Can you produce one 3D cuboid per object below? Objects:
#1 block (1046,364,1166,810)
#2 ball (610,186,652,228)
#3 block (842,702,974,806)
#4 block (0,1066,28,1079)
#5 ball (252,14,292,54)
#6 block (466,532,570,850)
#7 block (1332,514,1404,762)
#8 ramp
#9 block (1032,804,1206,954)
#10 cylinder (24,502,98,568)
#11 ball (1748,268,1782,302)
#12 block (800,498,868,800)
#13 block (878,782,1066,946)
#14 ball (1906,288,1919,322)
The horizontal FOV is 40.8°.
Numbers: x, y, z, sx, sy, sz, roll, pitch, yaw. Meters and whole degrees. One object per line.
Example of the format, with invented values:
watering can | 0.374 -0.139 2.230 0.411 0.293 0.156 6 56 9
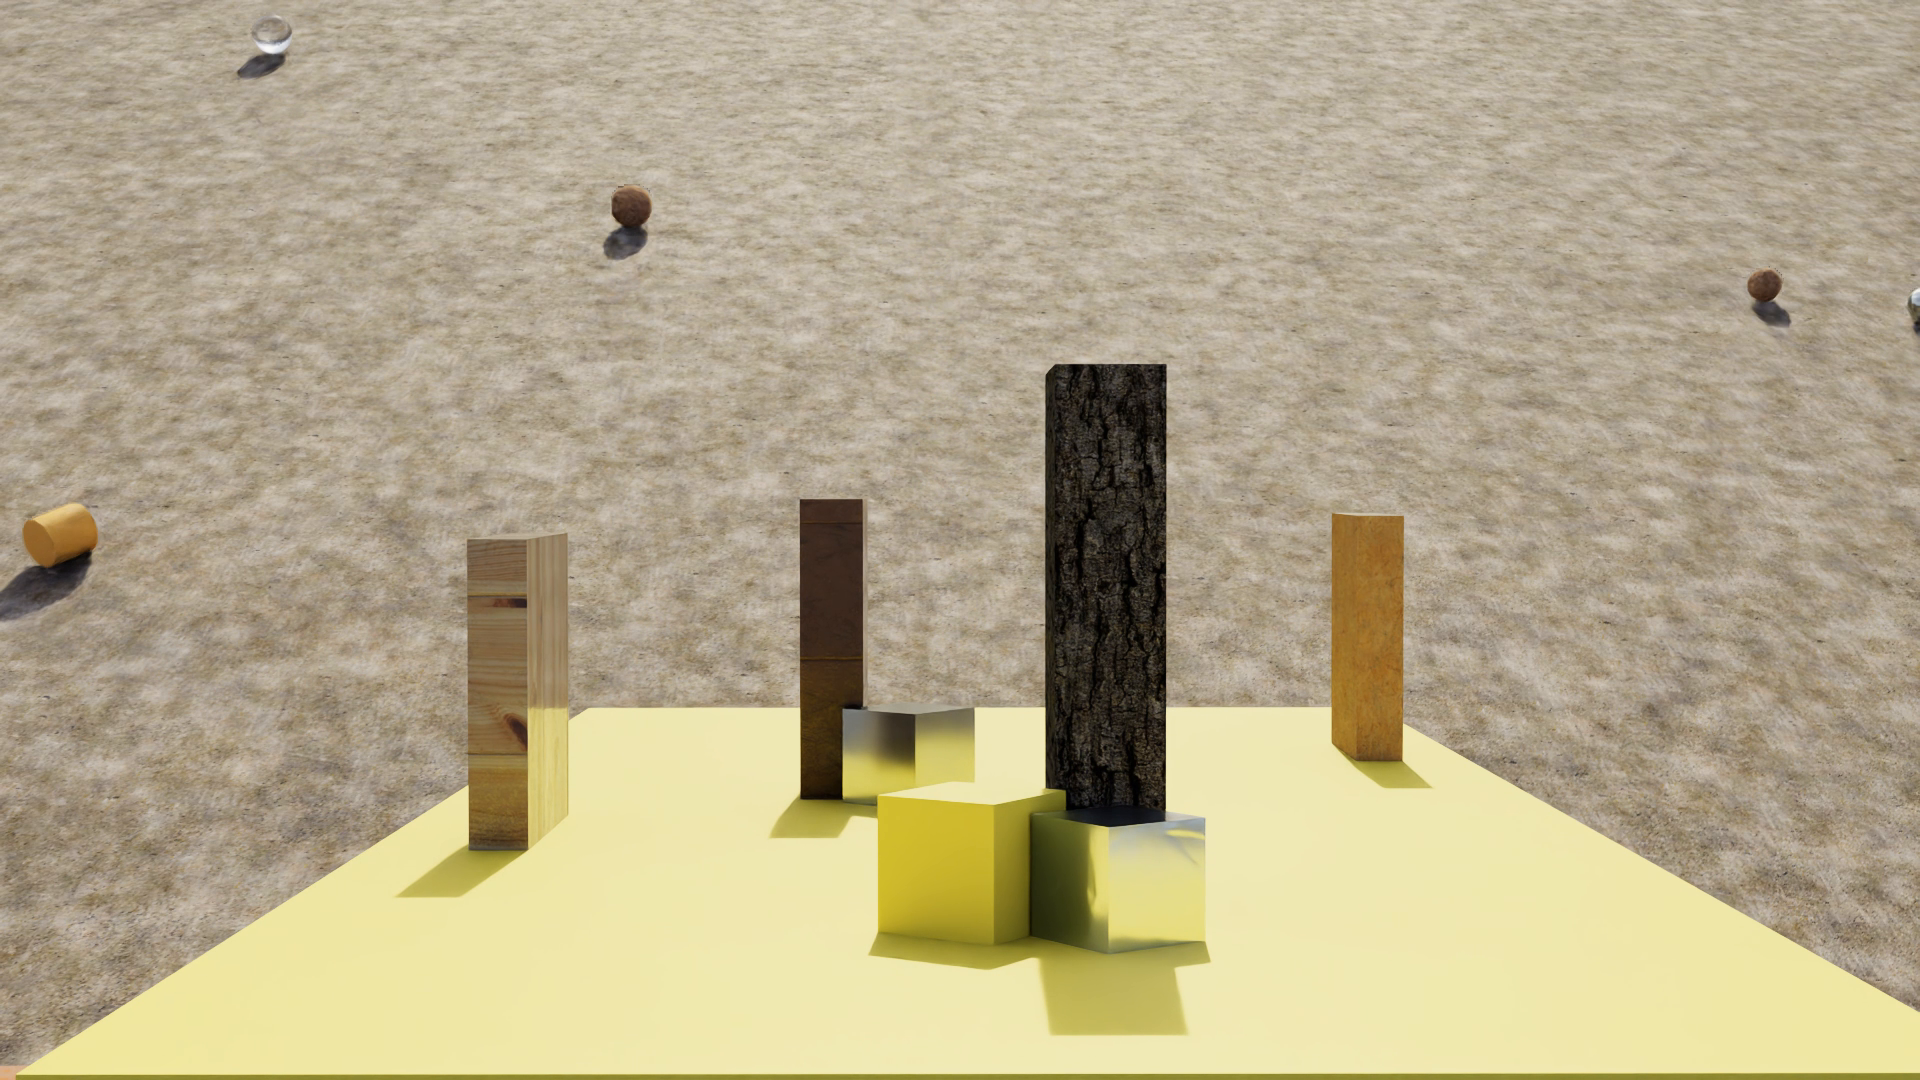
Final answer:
block | 0.199 0.133 3.595 0.147 0.741 0.371 0 1 0
ball | -1.301 -1.321 10.216 0.163 0.163 0.163 0 26 0
block | -0.093 0.390 4.686 0.171 0.171 0.171 1 2 38
block | -1.901 1.152 5.080 0.162 0.162 0.162 -1 26 -3
ball | -3.348 -2.463 12.556 0.190 0.190 0.190 0 26 0
block | -0.731 0.240 4.292 0.095 0.493 0.430 0 1 0
block | 0.869 0.199 5.517 0.097 0.508 0.359 0 1 0
ramp | 0.058 0.529 4.566 2.000 0.100 4.000 0 1 0
block | 0.203 0.432 3.307 0.158 0.158 0.158 -1 2 -35
cylinder | -2.621 -0.014 7.519 0.148 0.148 0.148 18 31 32
ball | 2.953 -0.936 9.466 0.120 0.120 0.120 0 26 0
block | -0.235 0.197 4.837 0.116 0.550 0.244 0 1 0
block | 0.016 0.420 3.381 0.179 0.179 0.179 1 2 33
ball | 3.470 -0.846 9.275 0.124 0.124 0.124 0 26 0
